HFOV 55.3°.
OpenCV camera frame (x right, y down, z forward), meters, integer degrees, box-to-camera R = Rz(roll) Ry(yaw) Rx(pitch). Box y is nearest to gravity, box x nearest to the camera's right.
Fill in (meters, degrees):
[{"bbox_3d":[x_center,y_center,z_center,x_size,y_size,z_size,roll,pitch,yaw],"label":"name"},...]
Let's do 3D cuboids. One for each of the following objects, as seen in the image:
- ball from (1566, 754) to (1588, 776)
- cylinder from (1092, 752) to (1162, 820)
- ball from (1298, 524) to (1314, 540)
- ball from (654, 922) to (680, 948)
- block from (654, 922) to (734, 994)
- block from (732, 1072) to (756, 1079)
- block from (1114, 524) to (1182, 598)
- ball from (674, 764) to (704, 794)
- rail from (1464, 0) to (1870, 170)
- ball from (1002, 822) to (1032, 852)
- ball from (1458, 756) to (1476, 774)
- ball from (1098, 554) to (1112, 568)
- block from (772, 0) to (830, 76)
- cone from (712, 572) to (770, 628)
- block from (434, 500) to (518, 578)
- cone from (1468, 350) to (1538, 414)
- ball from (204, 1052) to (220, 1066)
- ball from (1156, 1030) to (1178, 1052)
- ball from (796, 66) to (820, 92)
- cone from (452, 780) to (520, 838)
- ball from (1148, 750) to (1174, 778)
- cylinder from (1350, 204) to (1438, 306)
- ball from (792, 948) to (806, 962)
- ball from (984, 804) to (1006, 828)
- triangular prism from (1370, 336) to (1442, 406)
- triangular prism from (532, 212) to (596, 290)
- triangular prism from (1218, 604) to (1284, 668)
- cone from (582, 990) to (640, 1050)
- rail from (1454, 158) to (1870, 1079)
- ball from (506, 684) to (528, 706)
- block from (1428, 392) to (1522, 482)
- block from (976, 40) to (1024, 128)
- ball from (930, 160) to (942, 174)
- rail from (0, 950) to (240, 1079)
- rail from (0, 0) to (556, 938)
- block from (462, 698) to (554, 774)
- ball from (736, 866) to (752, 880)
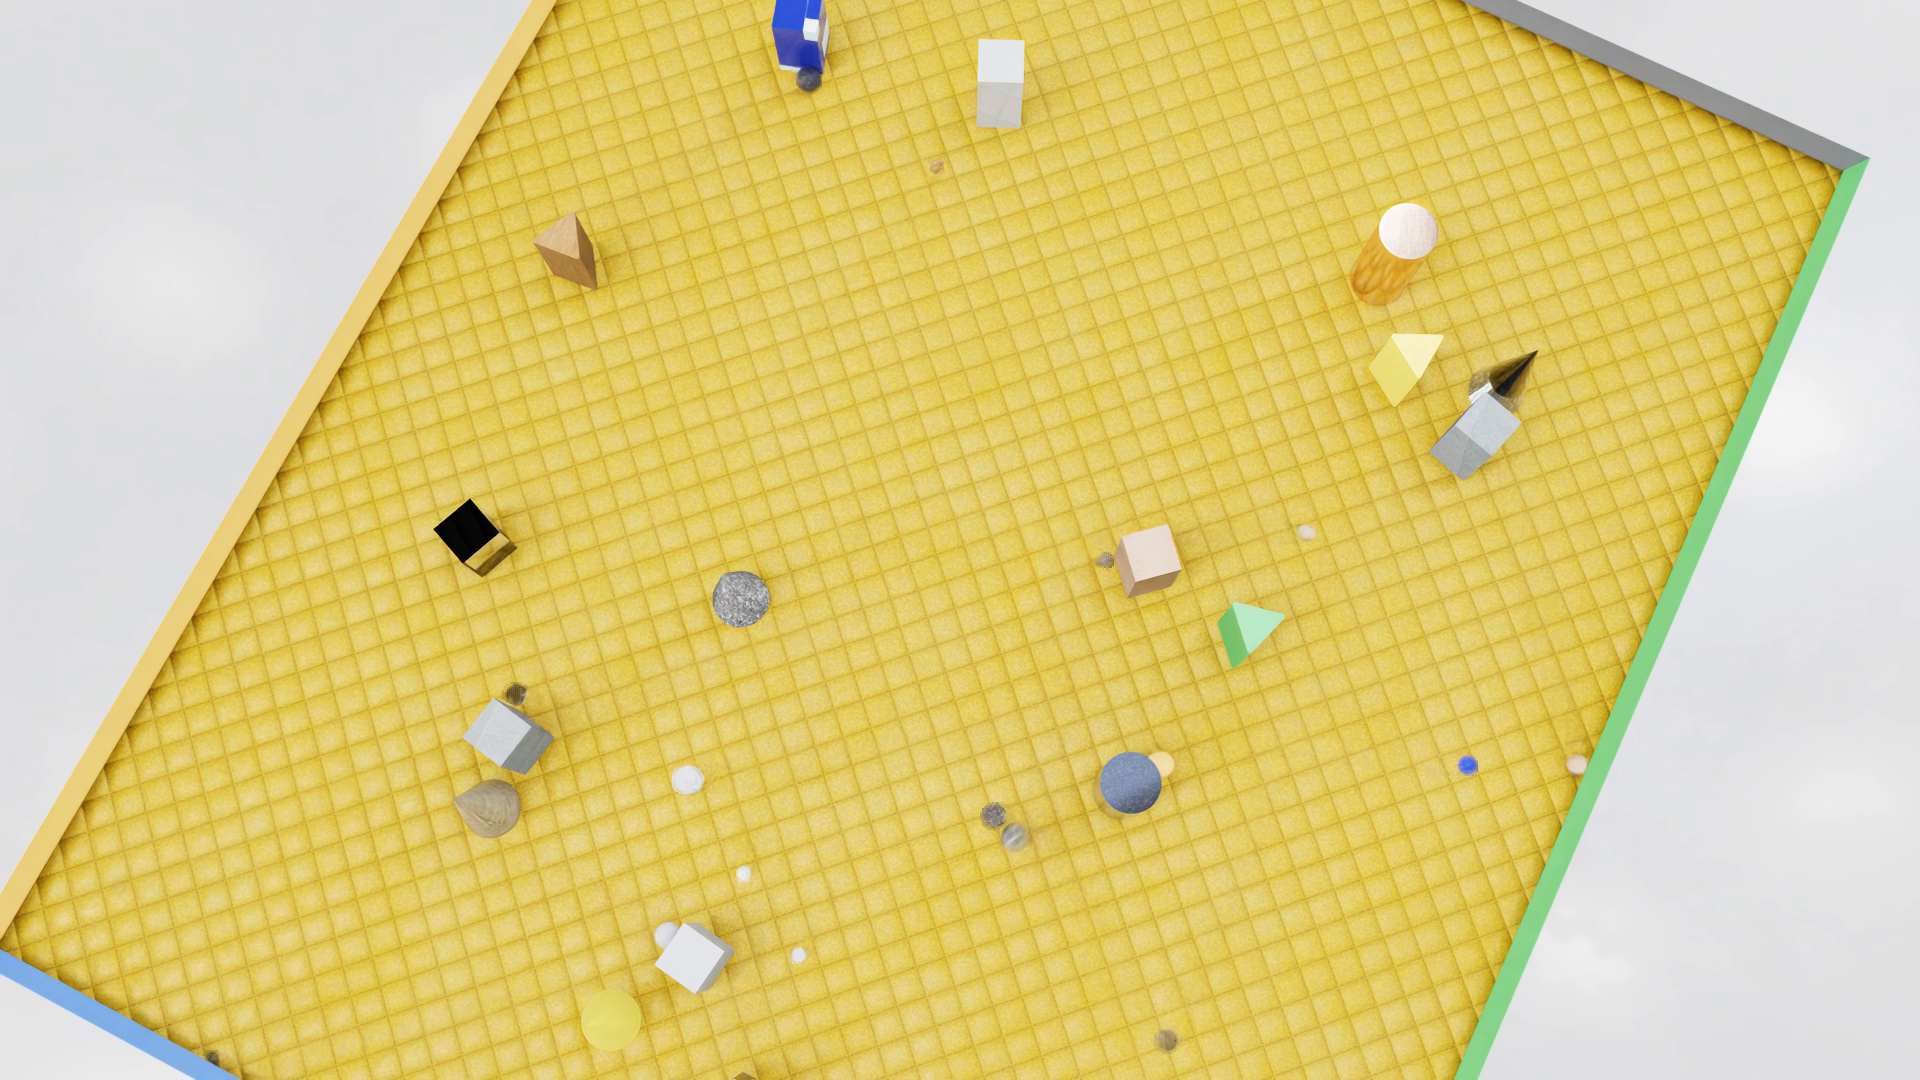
[{"bbox_3d":[1.836,0.668,5.446,0.063,0.063,0.063,0,78,0],"label":"ball"},{"bbox_3d":[0.482,0.715,5.315,0.174,0.301,0.174,0,78,0],"label":"cylinder"},{"bbox_3d":[1.056,-0.024,5.595,0.052,0.052,0.052,0,78,0],"label":"ball"},{"bbox_3d":[-0.851,1.153,5.339,0.077,0.077,0.077,0,78,0],"label":"ball"},{"bbox_3d":[-0.754,1.192,5.236,0.140,0.262,0.140,34,80,7],"label":"block"},{"bbox_3d":[-0.599,1.603,5.153,0.140,0.258,0.140,27,80,5],"label":"block"},{"bbox_3d":[0.557,0.066,5.458,0.140,0.284,0.140,-15,79,-3],"label":"block"},{"bbox_3d":[-0.802,0.709,5.425,0.087,0.087,0.087,0,78,0],"label":"ball"},{"bbox_3d":[1.049,-2.048,5.980,4.021,0.113,0.045,26,80,5],"label":"rail"},{"bbox_3d":[0.166,0.875,5.391,0.087,0.087,0.087,0,78,0],"label":"ball"},{"bbox_3d":[1.507,0.669,5.450,0.055,0.055,0.055,0,78,0],"label":"ball"},{"bbox_3d":[0.443,0.062,5.583,0.040,0.040,0.040,0,78,0],"label":"ball"},{"bbox_3d":[-0.502,-1.610,5.801,0.140,0.289,0.140,8,78,2],"label":"block"},{"bbox_3d":[-0.667,0.137,5.372,0.174,0.424,0.174,0,78,0],"label":"cone"},{"bbox_3d":[-1.452,-0.004,5.502,0.140,0.226,0.140,-41,81,-8],"label":"block"},{"bbox_3d":[1.671,-0.506,5.500,0.174,0.432,0.174,0,78,0],"label":"cone"},{"bbox_3d":[-2.159,1.498,5.285,0.042,0.042,0.042,0,78,0],"label":"ball"},{"bbox_3d":[0.598,1.444,5.287,0.060,0.060,0.060,0,78,0],"label":"ball"},{"bbox_3d":[-0.487,-1.478,5.880,0.082,0.082,0.082,0,78,0],"label":"ball"},{"bbox_3d":[-1.393,0.755,5.238,0.174,0.435,0.174,0,78,0],"label":"cone"},{"bbox_3d":[0.594,0.665,5.438,0.080,0.080,0.080,0,78,0],"label":"ball"},{"bbox_3d":[1.317,-0.864,5.582,0.174,0.417,0.174,0,78,0],"label":"cylinder"},{"bbox_3d":[-0.470,1.211,5.344,0.043,0.043,0.043,0,78,0],"label":"ball"},{"bbox_3d":[0.103,0.817,5.412,0.070,0.070,0.070,0,78,0],"label":"ball"},{"bbox_3d":[1.335,-0.542,5.570,0.131,0.310,0.151,30,80,6],"label":"triangular prism"},{"bbox_3d":[-1.192,-0.904,5.659,0.151,0.281,0.131,21,79,4],"label":"triangular prism"},{"bbox_3d":[0.830,0.258,5.399,0.131,0.322,0.151,44,82,8],"label":"triangular prism"},{"bbox_3d":[-1.015,1.358,5.143,0.174,0.377,0.174,0,78,0],"label":"cone"},{"bbox_3d":[1.777,0.876,5.376,0.045,0.113,4.737,26,80,5],"label":"rail"},{"bbox_3d":[-1.329,0.463,5.488,0.064,0.064,0.064,0,78,0],"label":"ball"},{"bbox_3d":[1.548,-0.309,5.521,0.140,0.311,0.140,42,81,8],"label":"block"},{"bbox_3d":[0.125,-1.428,5.745,0.140,0.325,0.140,2,78,0],"label":"block"},{"bbox_3d":[-0.076,-1.190,5.841,0.041,0.041,0.041,0,78,0],"label":"ball"},{"bbox_3d":[-1.049,2.060,5.132,4.021,0.113,0.045,26,80,5],"label":"rail"},{"bbox_3d":[-1.777,-0.864,5.736,0.045,0.113,4.737,26,80,5],"label":"rail"},{"bbox_3d":[-1.312,0.575,5.340,0.140,0.309,0.140,36,81,7],"label":"block"},{"bbox_3d":[-0.635,0.980,5.392,0.043,0.043,0.043,0,78,0],"label":"ball"}]
